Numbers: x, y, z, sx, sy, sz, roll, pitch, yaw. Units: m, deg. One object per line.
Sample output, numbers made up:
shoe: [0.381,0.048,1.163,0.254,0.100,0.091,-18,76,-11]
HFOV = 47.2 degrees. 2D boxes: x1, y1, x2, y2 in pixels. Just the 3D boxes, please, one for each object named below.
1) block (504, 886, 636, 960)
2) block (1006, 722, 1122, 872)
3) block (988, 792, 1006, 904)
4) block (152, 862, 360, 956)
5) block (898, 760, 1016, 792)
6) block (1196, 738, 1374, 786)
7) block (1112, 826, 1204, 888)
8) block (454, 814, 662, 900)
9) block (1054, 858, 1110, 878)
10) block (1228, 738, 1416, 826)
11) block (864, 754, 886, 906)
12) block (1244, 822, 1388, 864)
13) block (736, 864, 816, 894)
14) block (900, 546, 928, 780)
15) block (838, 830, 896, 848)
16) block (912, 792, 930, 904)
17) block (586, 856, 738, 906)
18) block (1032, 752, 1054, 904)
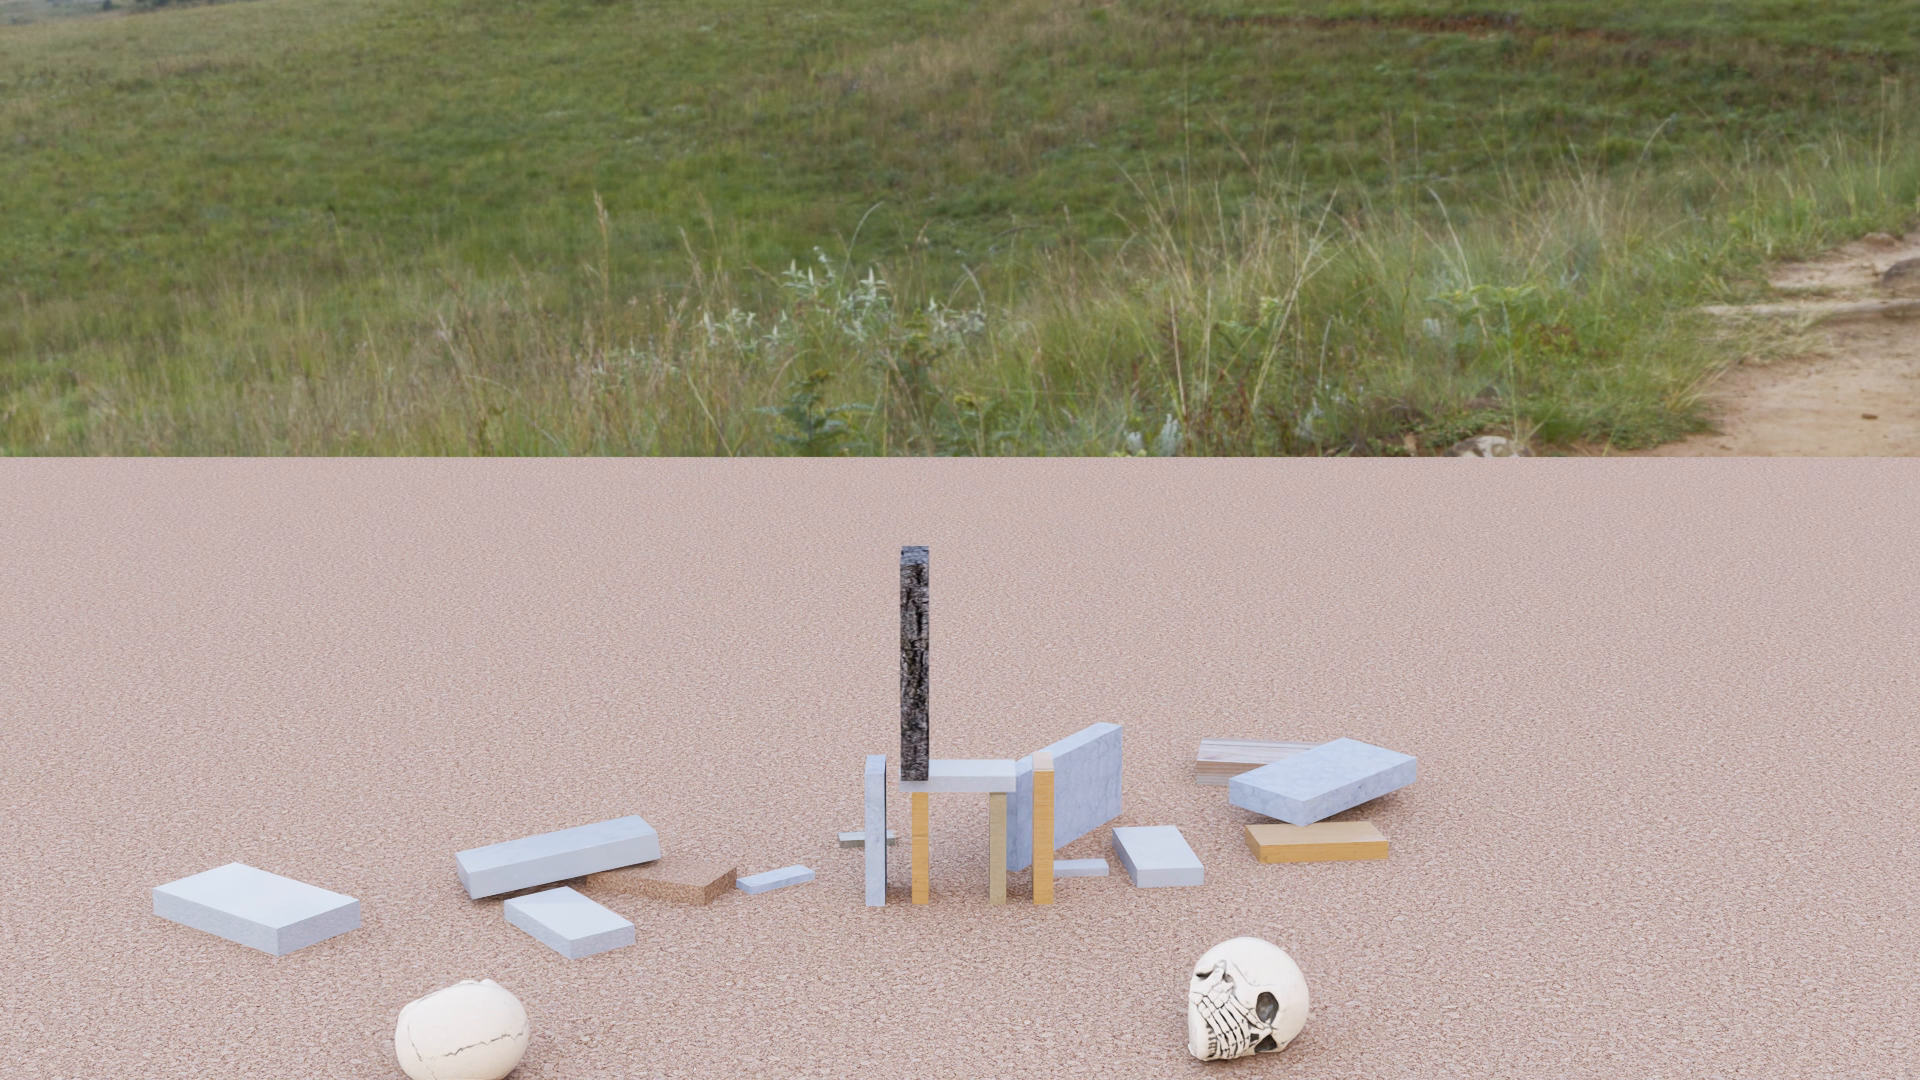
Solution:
block: [-0.622,0.606,3.493,0.113,0.032,0.225,-8,13,-37]
block: [0.179,0.454,3.933,0.048,0.171,0.383,6,12,31]
block: [0.062,0.497,3.648,0.027,0.191,0.095,0,11,0]
block: [-1.133,0.591,3.539,0.318,0.045,0.159,7,13,35]
block: [-0.004,0.389,3.630,0.191,0.027,0.095,0,11,0]
block: [0.643,0.442,4.332,0.341,0.048,0.171,2,11,10]
block: [0.341,0.547,3.811,0.114,0.032,0.228,-1,11,-7]
block: [-0.681,0.534,3.720,0.318,0.045,0.159,-10,8,-19]
block: [0.204,0.563,3.775,0.097,0.014,0.049,-2,10,-6]
block: [0.676,0.446,4.085,0.341,0.048,0.171,-13,18,-42]
block: [-0.139,0.480,3.644,0.032,0.225,0.113,0,11,0]
block: [0.629,0.533,3.886,0.228,0.032,0.114,-1,11,-6]
block: [-0.311,0.574,3.718,0.127,0.014,0.049,-8,13,-37]
block: [-0.074,0.200,3.601,0.045,0.357,0.159,0,11,-1]
block: [-0.168,0.534,3.931,0.097,0.014,0.049,-2,11,-10]
block: [-0.065,0.497,3.648,0.027,0.191,0.095,0,11,0]
block: [-0.502,0.568,3.703,0.225,0.032,0.113,4,11,22]
block: [0.137,0.477,3.652,0.032,0.228,0.114,0,11,0]
